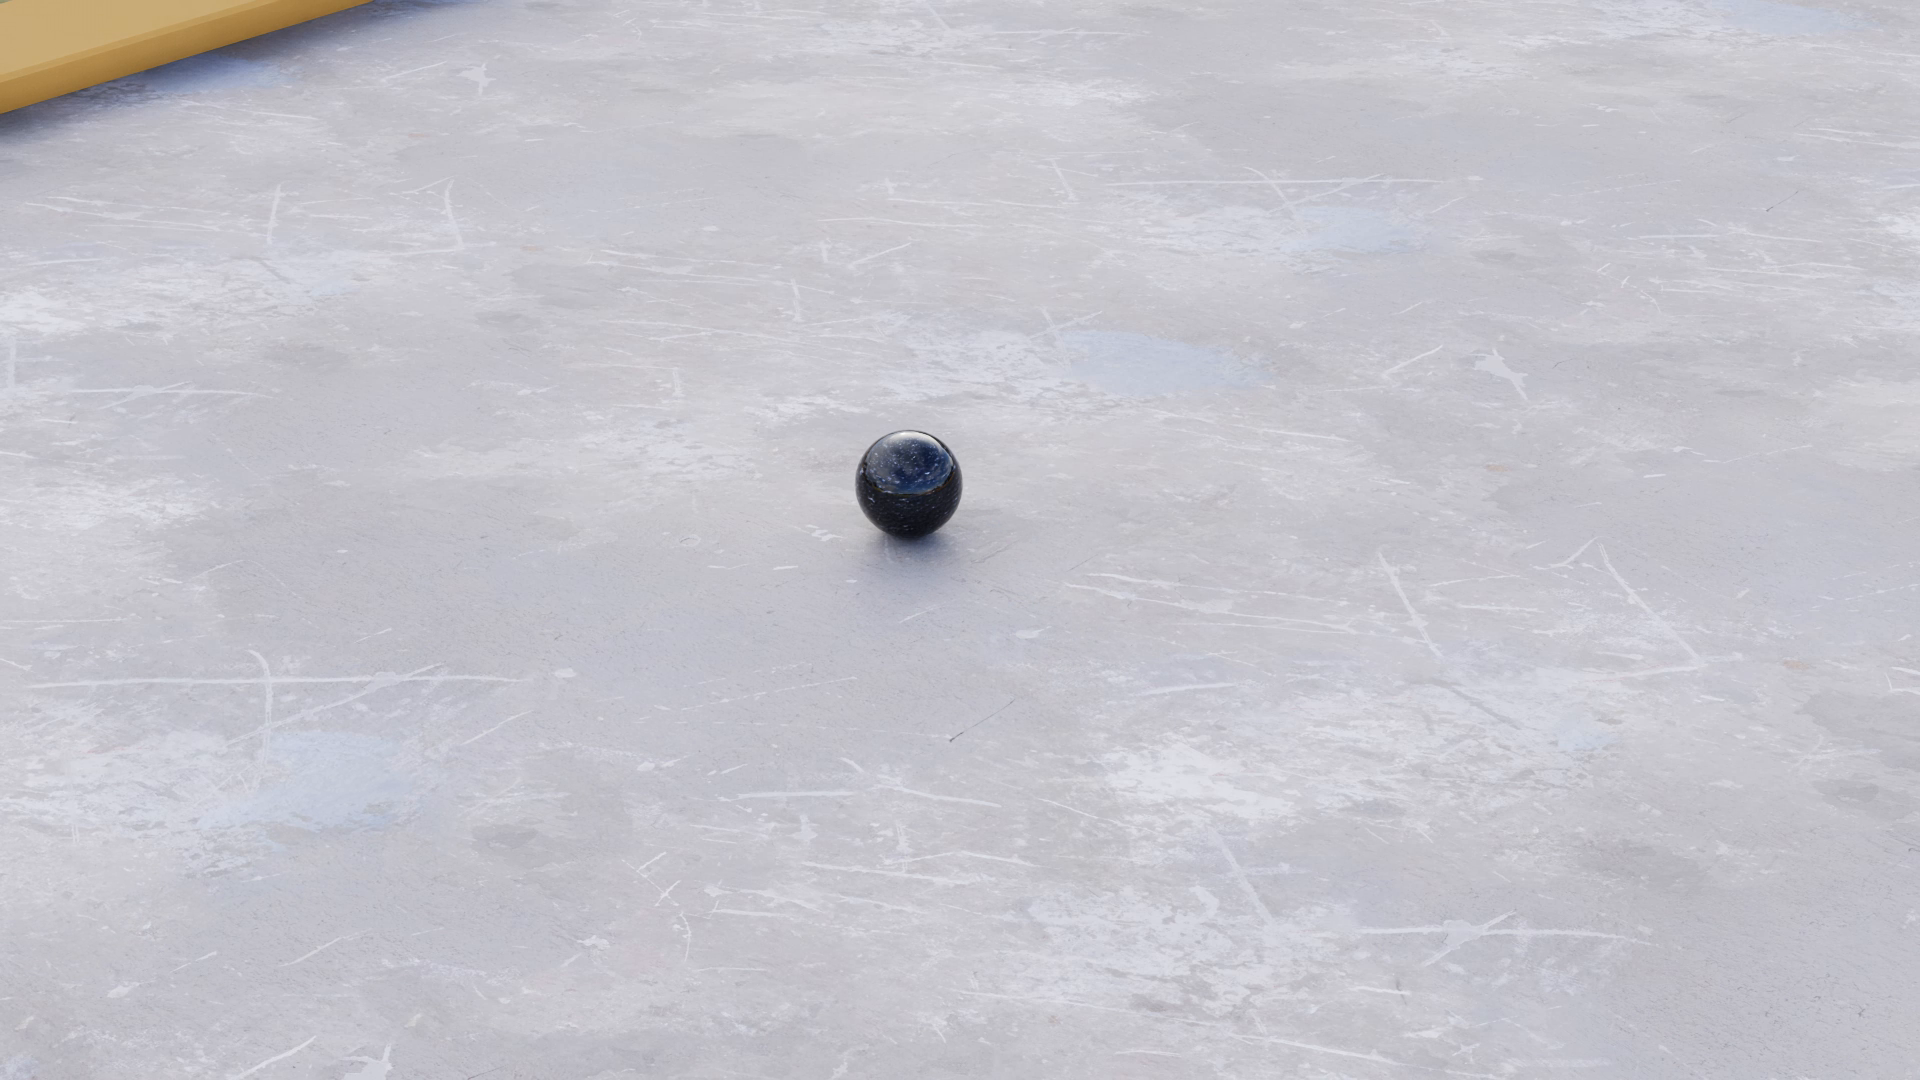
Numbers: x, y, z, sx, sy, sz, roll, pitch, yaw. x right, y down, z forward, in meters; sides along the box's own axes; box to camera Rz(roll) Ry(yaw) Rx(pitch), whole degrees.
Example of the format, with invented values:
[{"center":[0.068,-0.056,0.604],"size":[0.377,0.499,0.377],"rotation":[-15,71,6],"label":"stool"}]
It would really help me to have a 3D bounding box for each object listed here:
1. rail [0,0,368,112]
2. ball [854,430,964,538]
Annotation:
[{"center":[-0.198,-0.727,3.074],"size":[0.045,0.089,4.393],"rotation":[20,33,34],"label":"rail"},{"center":[-0.031,-0.034,1.758],"size":[0.065,0.065,0.065],"rotation":[0,27,0],"label":"ball"}]
